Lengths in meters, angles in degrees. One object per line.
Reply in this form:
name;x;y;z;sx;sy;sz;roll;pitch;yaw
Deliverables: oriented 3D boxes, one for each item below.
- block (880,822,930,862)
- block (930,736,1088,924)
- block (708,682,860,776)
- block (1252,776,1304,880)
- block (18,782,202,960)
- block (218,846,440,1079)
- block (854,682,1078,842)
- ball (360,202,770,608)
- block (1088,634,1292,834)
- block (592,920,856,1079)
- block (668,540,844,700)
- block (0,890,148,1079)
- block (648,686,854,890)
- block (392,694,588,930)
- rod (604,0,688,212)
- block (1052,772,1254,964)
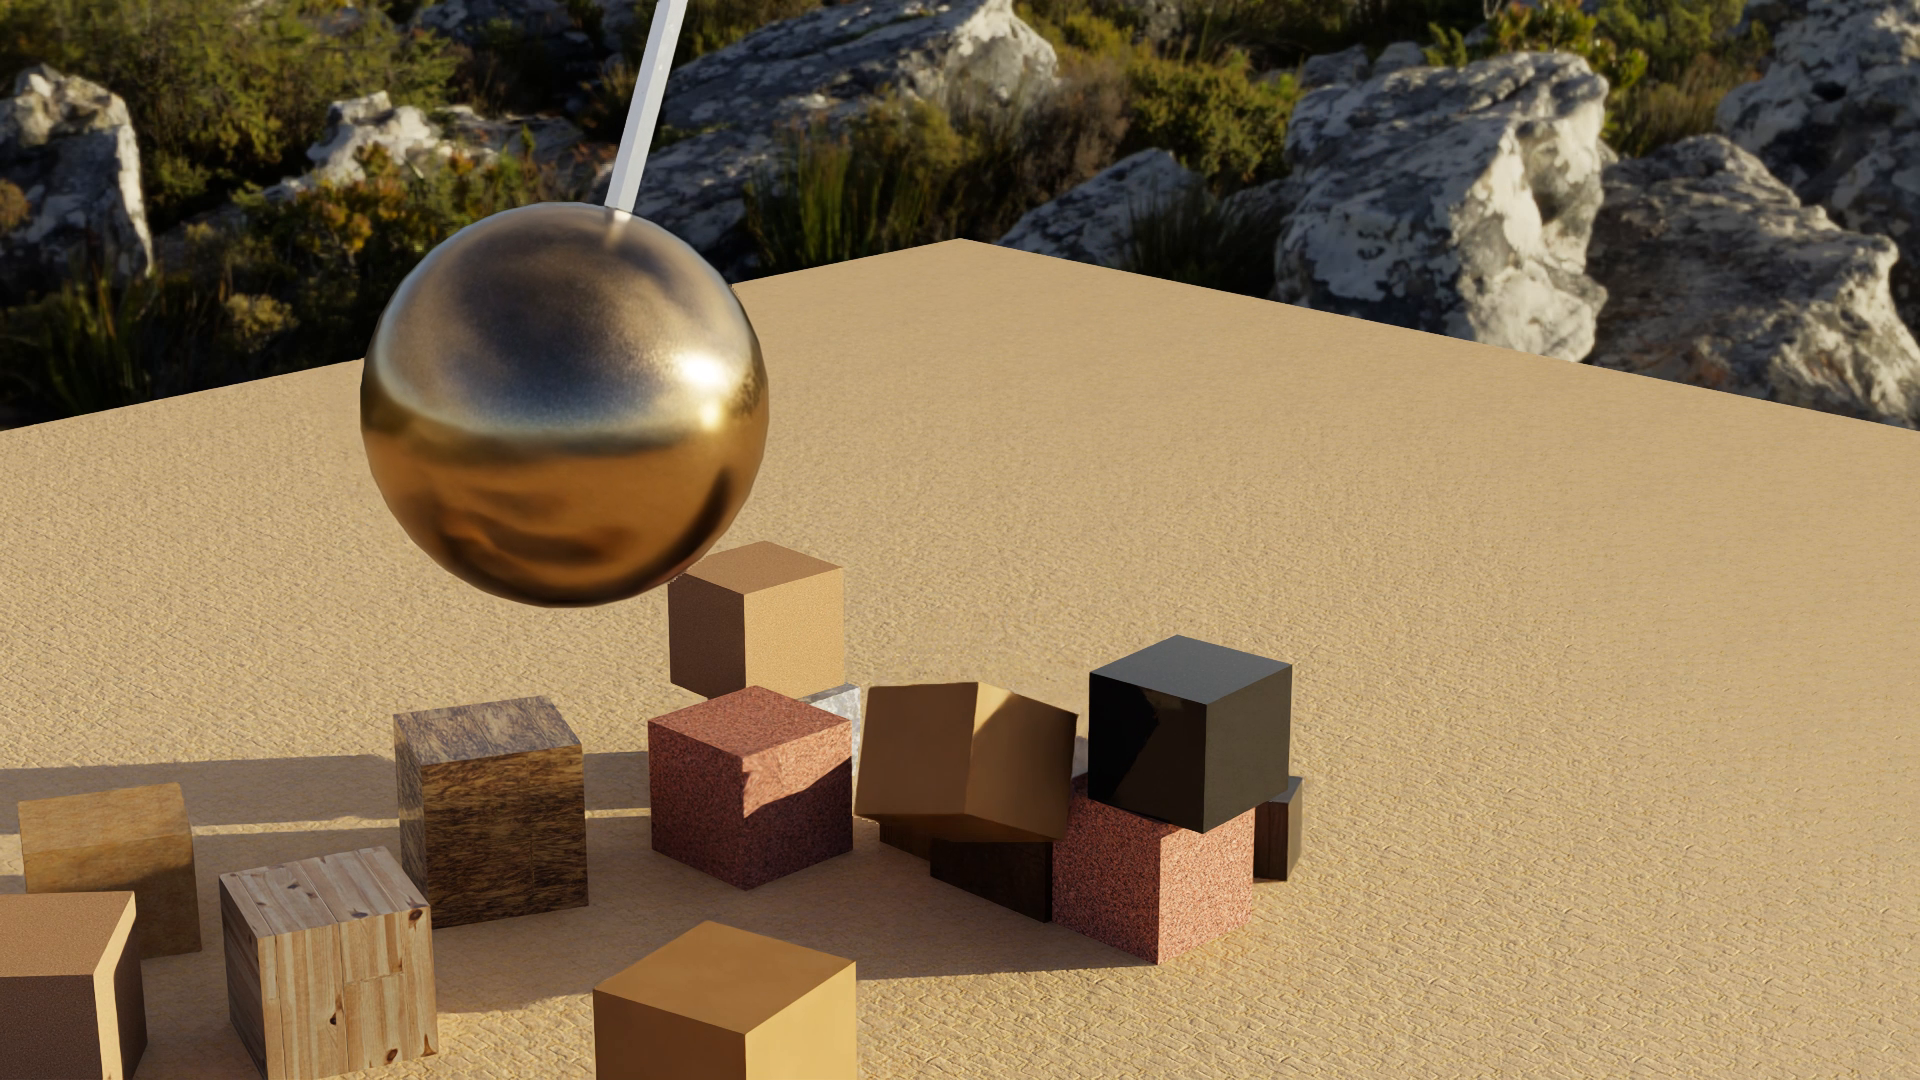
block;-0.039;1.165;13.770;0.512;0.520;0.447;-17;24;-42
block;0.372;1.274;13.354;0.715;0.562;0.721;-17;24;-42
block;-0.874;0.945;14.576;0.536;0.456;0.534;17;24;42
block;1.394;1.315;13.520;0.308;0.382;0.331;5;18;17
block;-3.705;1.463;12.765;0.690;0.554;0.608;-6;18;-18
block;-2.548;1.710;11.824;0.685;0.648;0.669;-8;19;-25
block;0.028;0.968;12.677;0.627;0.558;0.674;-5;-18;40
ball;-1.550;-0.529;11.550;1.600;1.600;1.600;0;17;0
block;0.987;0.823;12.596;0.610;0.578;0.635;14;22;38
block;-0.868;1.949;10.947;0.689;0.717;0.700;11;20;30
block;-1.006;0.422;14.467;0.620;0.609;0.603;-16;23;-40
block;-3.621;1.836;11.389;0.717;0.668;0.756;-1;17;-4
block;-0.971;1.141;13.634;0.664;0.648;0.668;-17;24;-42
block;-2.114;1.213;13.191;0.711;0.776;0.665;-7;19;-20
rod;-0.672;-3.811;11.440;0.080;5.200;0.080;17;3;42
block;0.848;1.379;12.874;0.622;0.649;0.626;17;24;42
